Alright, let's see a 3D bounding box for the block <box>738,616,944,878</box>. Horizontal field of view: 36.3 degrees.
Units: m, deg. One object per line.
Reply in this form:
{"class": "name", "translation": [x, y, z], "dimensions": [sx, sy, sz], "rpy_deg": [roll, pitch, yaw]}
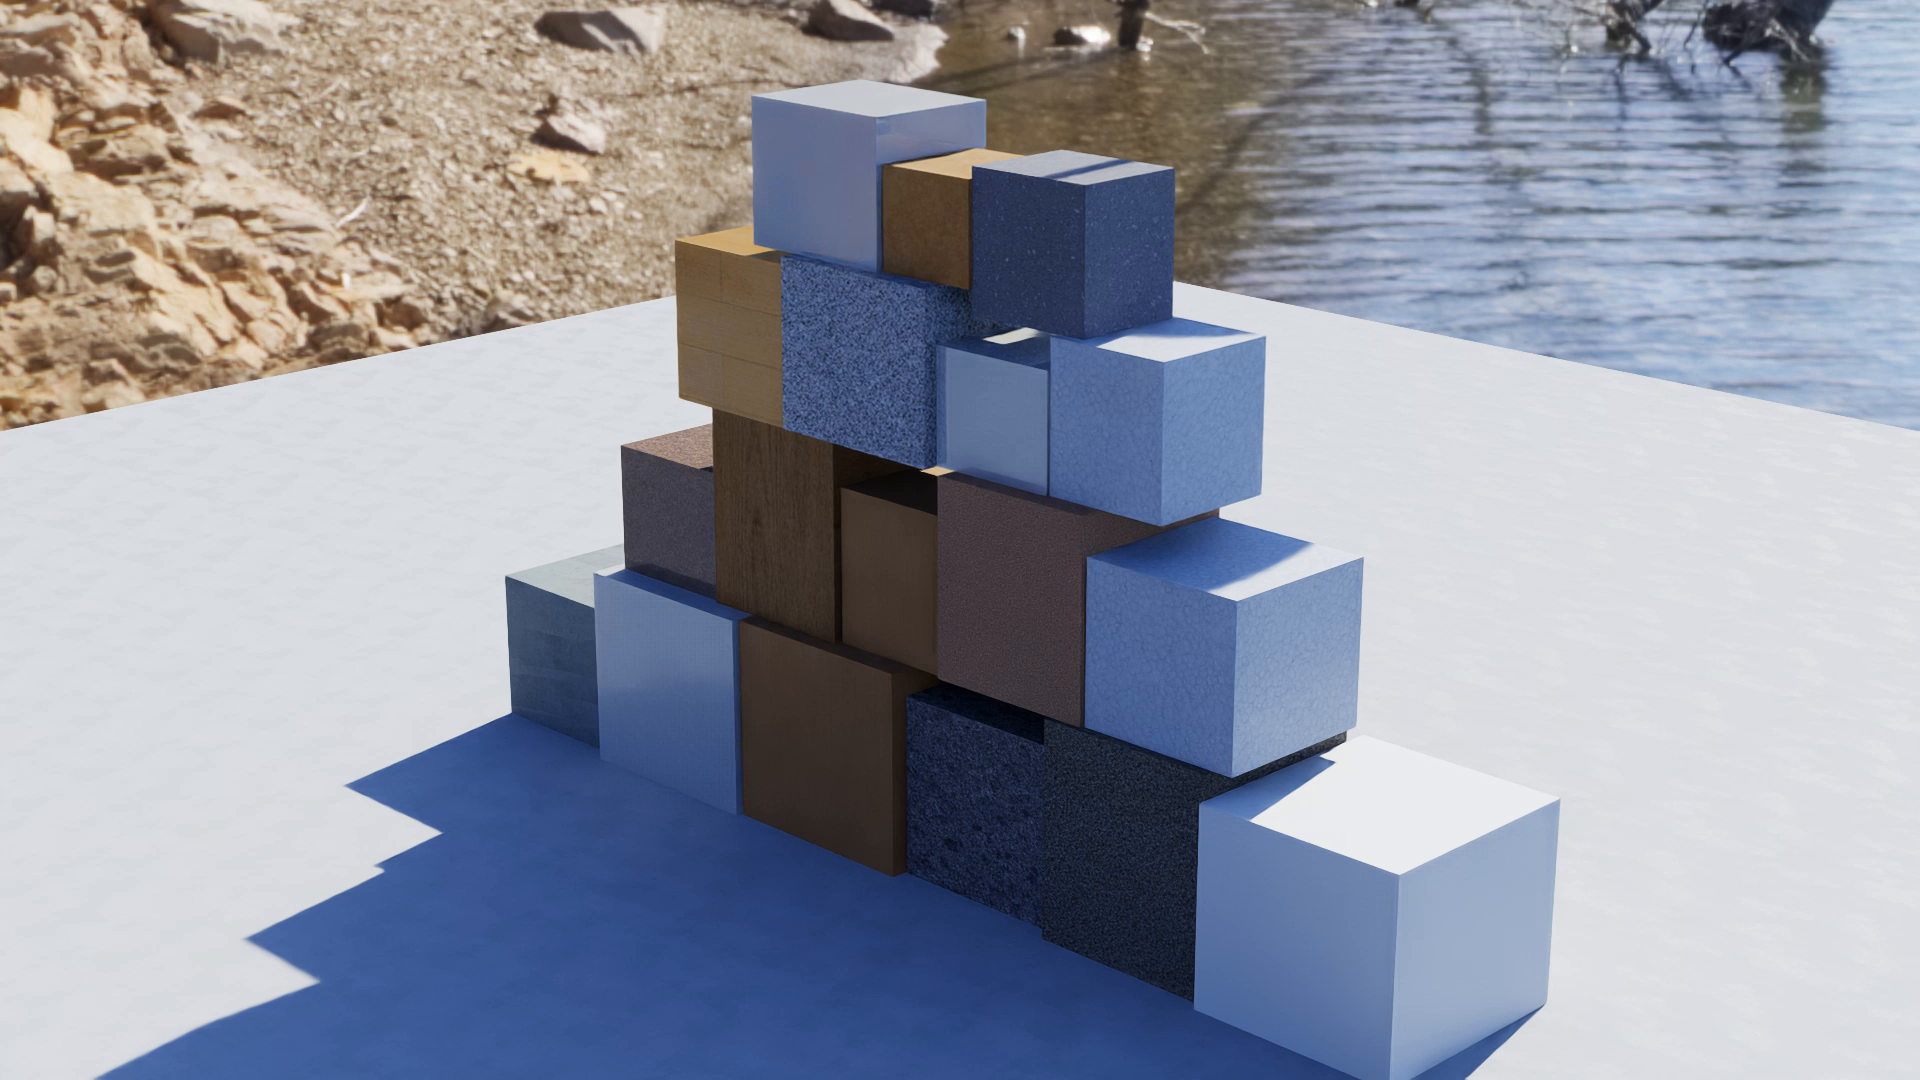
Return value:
{"class": "block", "translation": [-0.334, 0.860, 13.958], "dimensions": [0.966, 0.990, 1.044], "rpy_deg": [-17, 24, -42]}

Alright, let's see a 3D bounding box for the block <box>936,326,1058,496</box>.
{"class": "block", "translation": [0.374, -0.587, 12.765], "dimensions": [0.689, 0.547, 0.662], "rpy_deg": [-17, 24, -42]}

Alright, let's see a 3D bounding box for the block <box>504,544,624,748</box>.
{"class": "block", "translation": [-1.767, 0.546, 15.340], "dimensions": [0.846, 0.761, 0.841], "rpy_deg": [-17, 24, -42]}

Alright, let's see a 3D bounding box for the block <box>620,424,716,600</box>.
{"class": "block", "translation": [-1.159, -0.163, 14.489], "dimensions": [0.724, 0.637, 0.712], "rpy_deg": [-17, 24, -42]}

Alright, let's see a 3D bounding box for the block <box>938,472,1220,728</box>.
{"class": "block", "translation": [0.517, 0.164, 12.844], "dimensions": [0.885, 0.935, 0.851], "rpy_deg": [-17, 24, -42]}

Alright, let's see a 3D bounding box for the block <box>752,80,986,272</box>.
{"class": "block", "translation": [-0.412, -1.659, 13.257], "dimensions": [0.679, 0.684, 0.818], "rpy_deg": [-17, 24, -42]}

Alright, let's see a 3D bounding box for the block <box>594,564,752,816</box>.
{"class": "block", "translation": [-1.069, 0.631, 14.681], "dimensions": [1.067, 0.993, 1.050], "rpy_deg": [-17, 24, -42]}

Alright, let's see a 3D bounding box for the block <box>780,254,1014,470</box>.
{"class": "block", "translation": [-0.178, -0.881, 13.274], "dimensions": [0.853, 0.805, 0.925], "rpy_deg": [-17, 24, -42]}

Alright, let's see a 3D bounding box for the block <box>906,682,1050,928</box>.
{"class": "block", "translation": [0.376, 1.125, 13.319], "dimensions": [0.837, 0.867, 0.913], "rpy_deg": [-17, 24, -42]}

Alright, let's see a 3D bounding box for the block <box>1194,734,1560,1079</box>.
{"class": "block", "translation": [1.707, 1.498, 12.043], "dimensions": [1.083, 0.921, 1.003], "rpy_deg": [-17, 24, -42]}

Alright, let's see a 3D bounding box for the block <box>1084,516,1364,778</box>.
{"class": "block", "translation": [1.103, 0.430, 12.293], "dimensions": [0.819, 0.756, 0.810], "rpy_deg": [-17, 24, -42]}

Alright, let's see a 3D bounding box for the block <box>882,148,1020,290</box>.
{"class": "block", "translation": [0.054, -1.412, 12.823], "dimensions": [0.576, 0.476, 0.528], "rpy_deg": [-17, 24, -42]}

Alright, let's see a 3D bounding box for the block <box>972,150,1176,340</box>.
{"class": "block", "translation": [0.478, -1.262, 12.439], "dimensions": [0.556, 0.647, 0.652], "rpy_deg": [-17, 24, -42]}

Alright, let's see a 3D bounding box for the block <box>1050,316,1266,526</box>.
{"class": "block", "translation": [0.827, -0.518, 12.299], "dimensions": [0.645, 0.691, 0.624], "rpy_deg": [-17, 24, -42]}

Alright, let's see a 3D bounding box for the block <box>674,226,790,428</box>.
{"class": "block", "translation": [-0.789, -1.042, 13.837], "dimensions": [0.745, 0.766, 0.800], "rpy_deg": [17, 24, 42]}

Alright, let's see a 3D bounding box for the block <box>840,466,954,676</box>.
{"class": "block", "translation": [-0.050, 0.121, 13.410], "dimensions": [0.678, 0.749, 0.716], "rpy_deg": [-17, 24, -42]}

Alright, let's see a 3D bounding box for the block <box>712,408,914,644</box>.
{"class": "block", "translation": [-0.585, -0.159, 13.924], "dimensions": [0.809, 0.970, 0.838], "rpy_deg": [-17, 24, -42]}

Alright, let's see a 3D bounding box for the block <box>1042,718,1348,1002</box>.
{"class": "block", "translation": [1.006, 1.249, 12.658], "dimensions": [0.930, 1.026, 0.904], "rpy_deg": [-17, 24, -42]}
